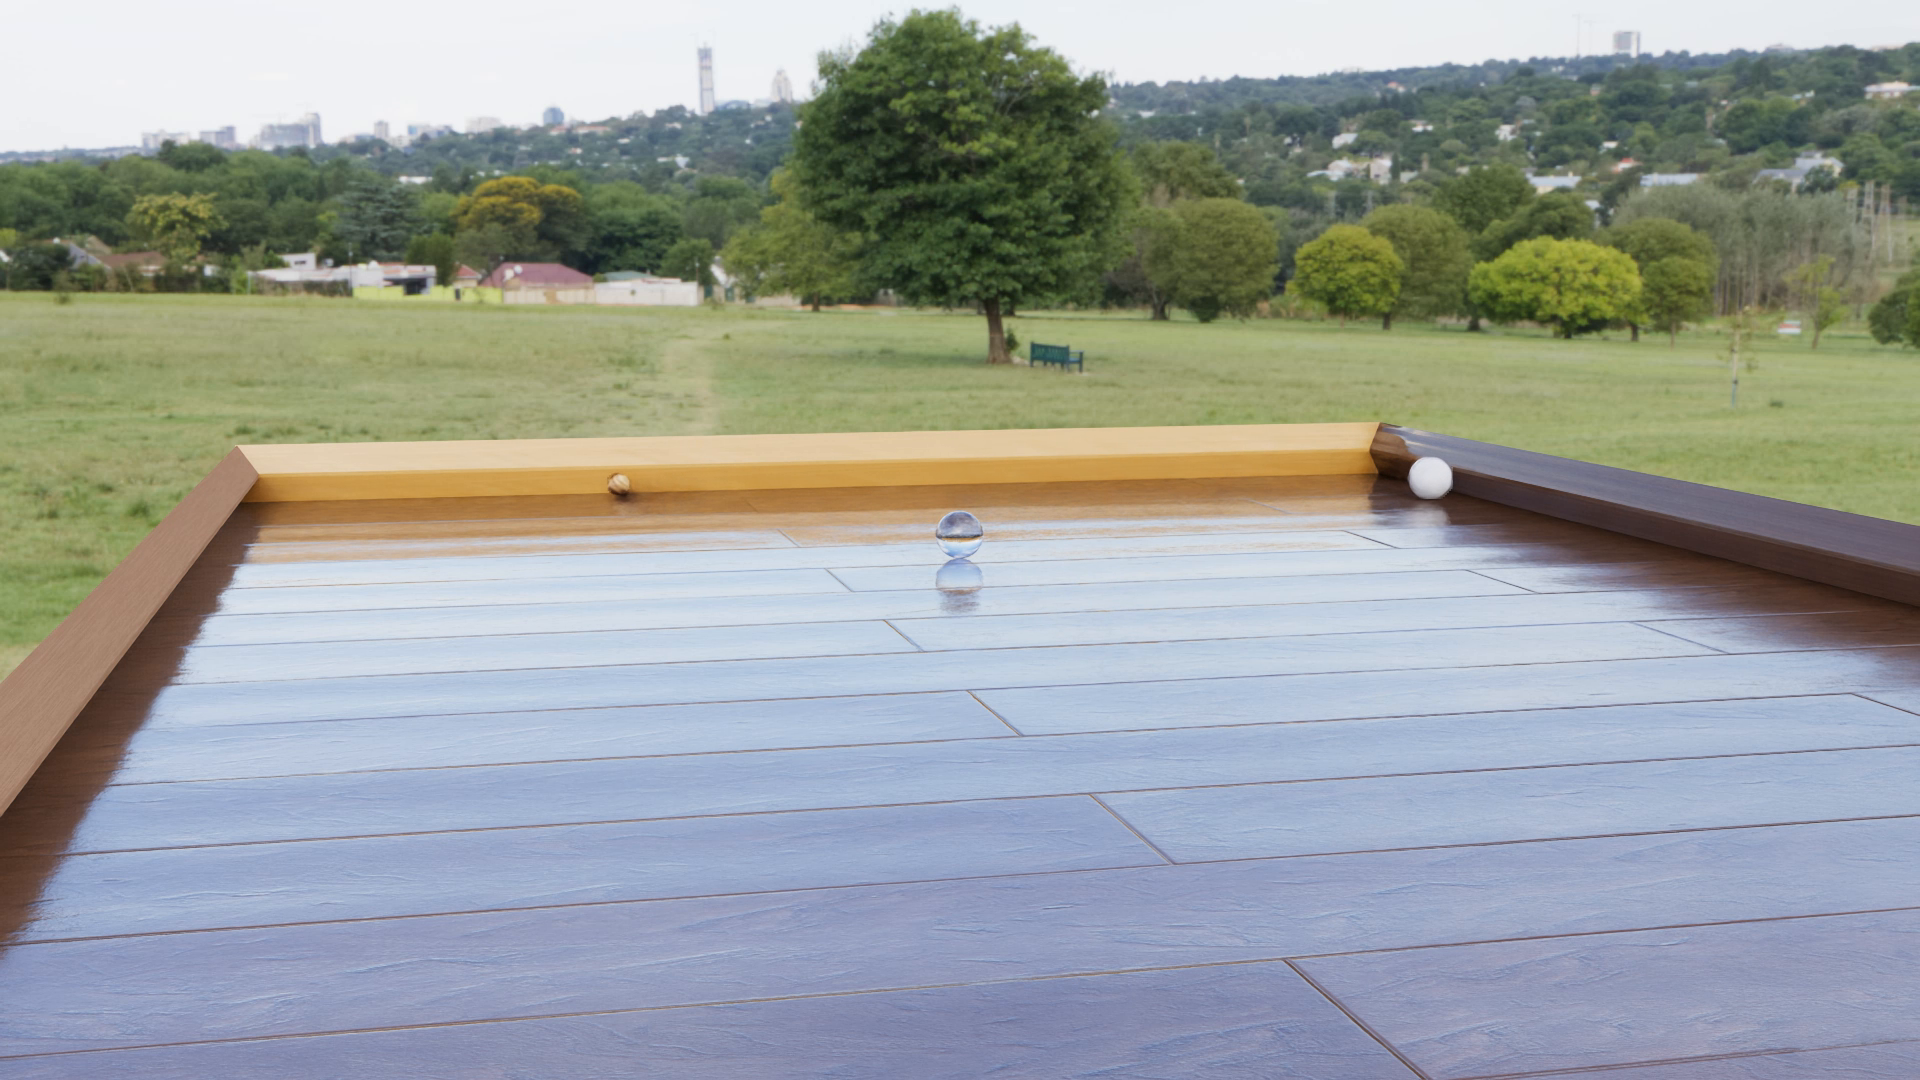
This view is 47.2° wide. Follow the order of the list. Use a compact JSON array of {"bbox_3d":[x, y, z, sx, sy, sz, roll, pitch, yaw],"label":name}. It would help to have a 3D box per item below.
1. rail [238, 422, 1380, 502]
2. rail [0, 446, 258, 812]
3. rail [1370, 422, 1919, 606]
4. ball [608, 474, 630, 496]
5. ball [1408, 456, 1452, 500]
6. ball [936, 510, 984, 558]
[{"bbox_3d":[-0.246,-0.168,4.689,2.476,0.114,0.045,-2,8,-13],"label":"rail"},{"bbox_3d":[-0.930,0.155,2.310,0.045,0.114,4.408,-2,8,-13],"label":"rail"},{"bbox_3d":[1.434,0.080,2.860,0.045,0.114,4.408,-2,8,-13],"label":"rail"},{"bbox_3d":[-0.706,-0.115,4.561,0.045,0.045,0.045,0,8,0],"label":"ball"},{"bbox_3d":[0.959,-0.127,4.487,0.088,0.088,0.088,0,8,0],"label":"ball"},{"bbox_3d":[-0.001,-0.009,3.653,0.079,0.079,0.079,0,8,0],"label":"ball"}]
